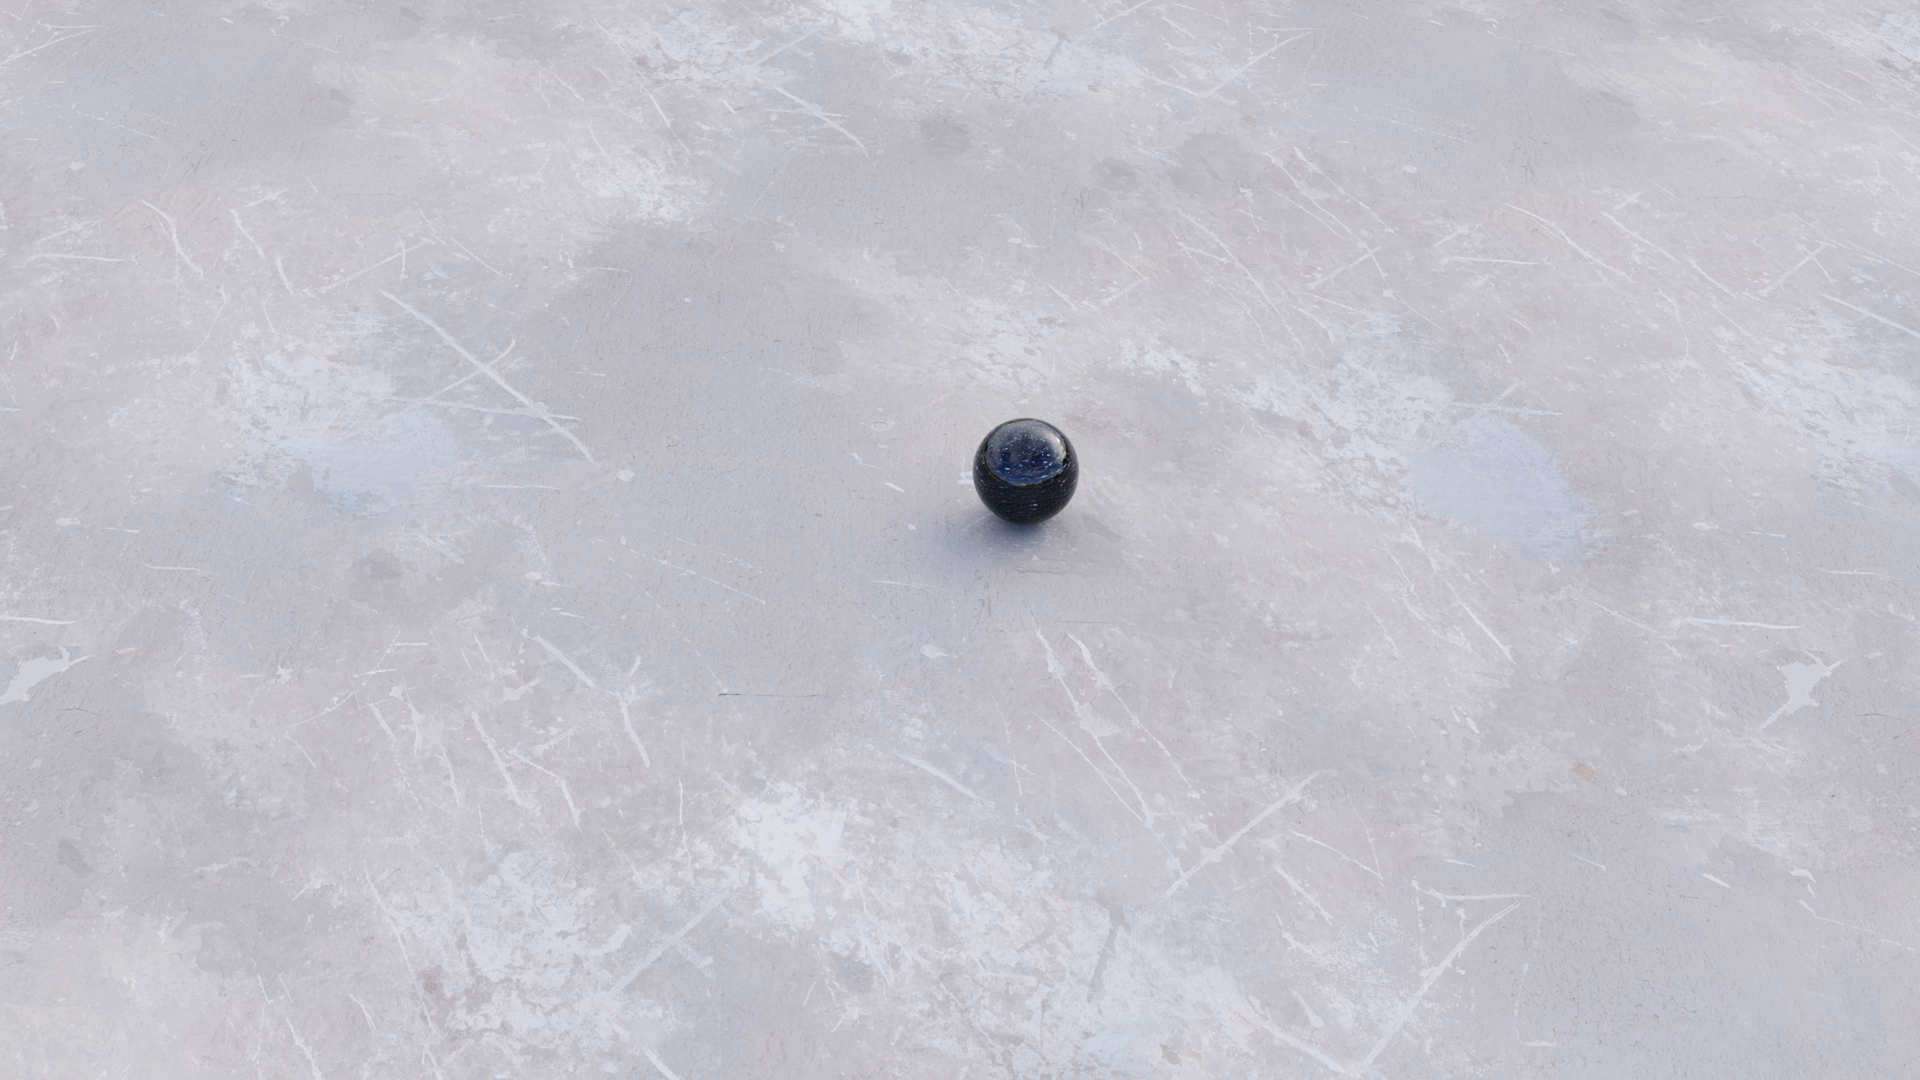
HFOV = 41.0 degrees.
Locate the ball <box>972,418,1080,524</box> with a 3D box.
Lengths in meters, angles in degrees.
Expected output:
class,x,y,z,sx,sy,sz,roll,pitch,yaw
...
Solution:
class,x,y,z,sx,sy,sz,roll,pitch,yaw
ball,0.040,-0.042,1.555,0.065,0.065,0.065,0,37,0
